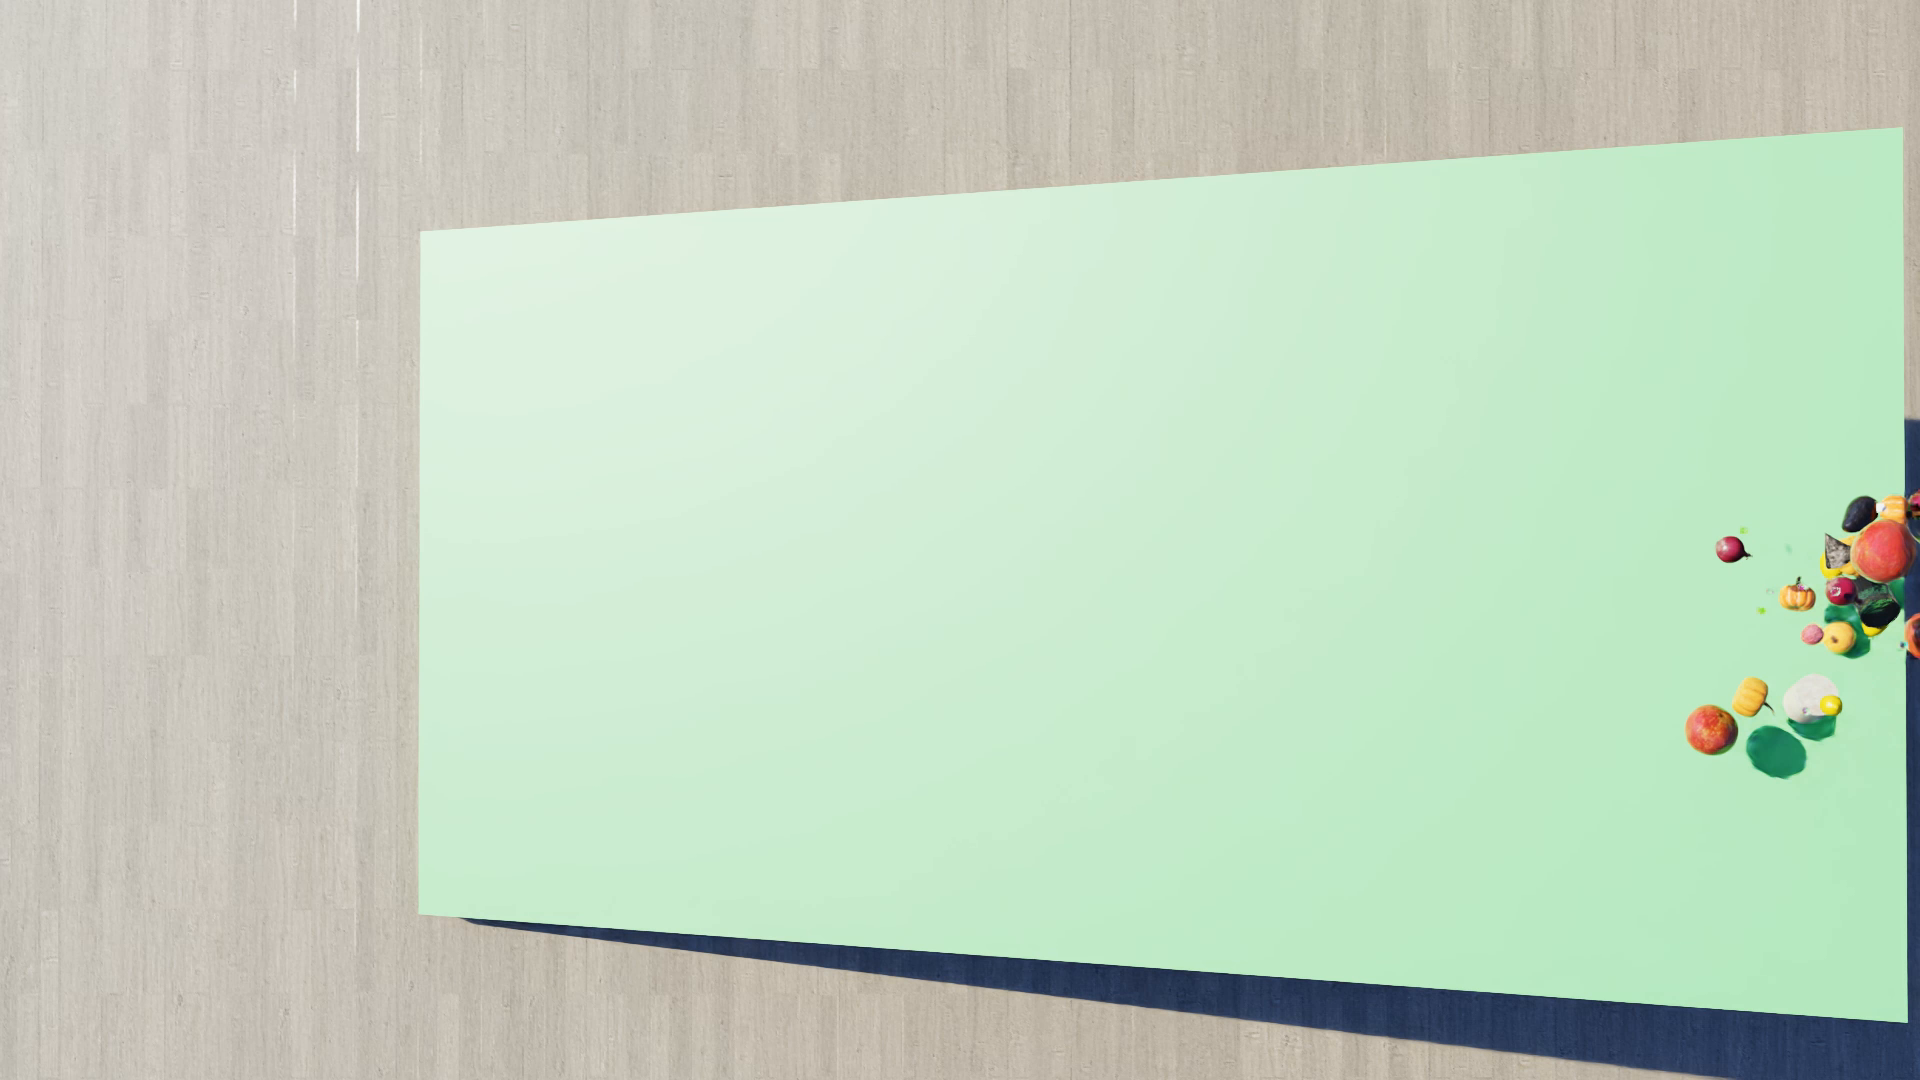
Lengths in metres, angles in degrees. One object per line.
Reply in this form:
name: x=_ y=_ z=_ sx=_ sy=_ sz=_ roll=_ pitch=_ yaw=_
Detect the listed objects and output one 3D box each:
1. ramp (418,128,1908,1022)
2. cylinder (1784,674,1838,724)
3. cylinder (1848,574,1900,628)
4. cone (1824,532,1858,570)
ramp: x=0.283 y=0.086 z=5.725 sx=4.000 sy=0.100 sz=2.000 roll=0 pitch=89 yaw=23
cylinder: x=1.743 y=0.326 z=4.505 sx=0.086 sy=0.086 sz=0.086 roll=-1 pitch=74 yaw=4
cylinder: x=1.956 y=0.129 z=4.709 sx=0.083 sy=0.083 sz=0.083 roll=-1 pitch=130 yaw=-1
cone: x=1.816 y=0.012 z=4.573 sx=0.069 sy=0.069 sz=0.069 roll=-37 pitch=102 yaw=0
